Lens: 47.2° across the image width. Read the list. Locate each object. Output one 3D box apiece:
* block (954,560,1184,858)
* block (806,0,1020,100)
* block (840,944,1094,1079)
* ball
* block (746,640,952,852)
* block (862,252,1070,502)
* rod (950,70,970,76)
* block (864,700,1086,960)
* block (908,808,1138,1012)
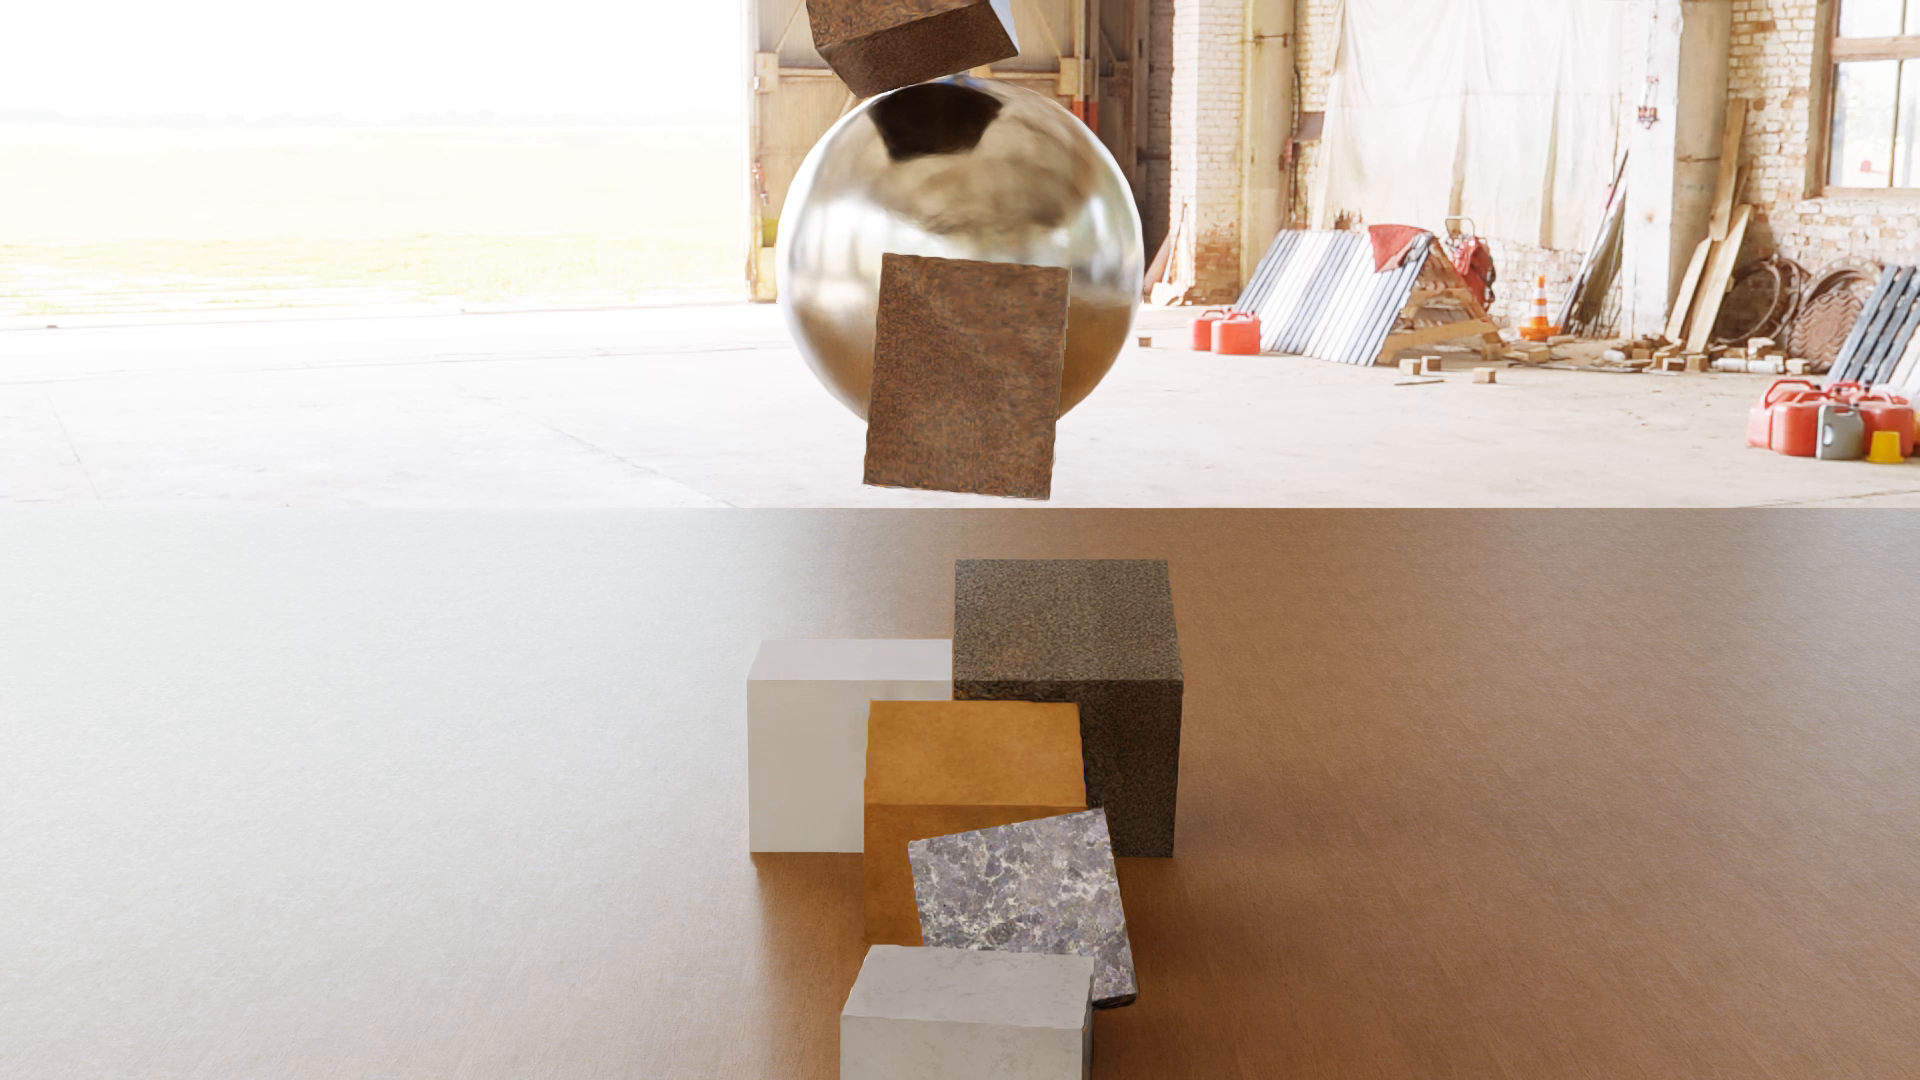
[{"bbox_3d":[0.516,0.837,11.089,1.083,1.071,1.074,0,31,0],"label":"block"},{"bbox_3d":[-0.226,-2.297,8.912,0.707,0.682,0.663,-13,-9,11],"label":"block"},{"bbox_3d":[0.034,1.837,7.337,0.770,0.745,0.638,2,10,6],"label":"block"},{"bbox_3d":[0.000,-1.195,9.516,1.600,1.600,1.600,0,10,0],"label":"ball"},{"bbox_3d":[-0.546,1.044,11.352,1.012,0.885,0.895,0,10,0],"label":"block"},{"bbox_3d":[0.027,-0.562,7.851,0.642,0.791,0.714,5,1,1],"label":"block"},{"bbox_3d":[0.000,-4.589,9.719,0.080,5.200,0.080,0,-3,0],"label":"rod"},{"bbox_3d":[0.056,1.258,9.551,0.917,0.818,0.794,1,28,0],"label":"block"},{"bbox_3d":[0.245,1.483,8.450,0.744,0.687,0.713,-10,-16,0],"label":"block"}]
